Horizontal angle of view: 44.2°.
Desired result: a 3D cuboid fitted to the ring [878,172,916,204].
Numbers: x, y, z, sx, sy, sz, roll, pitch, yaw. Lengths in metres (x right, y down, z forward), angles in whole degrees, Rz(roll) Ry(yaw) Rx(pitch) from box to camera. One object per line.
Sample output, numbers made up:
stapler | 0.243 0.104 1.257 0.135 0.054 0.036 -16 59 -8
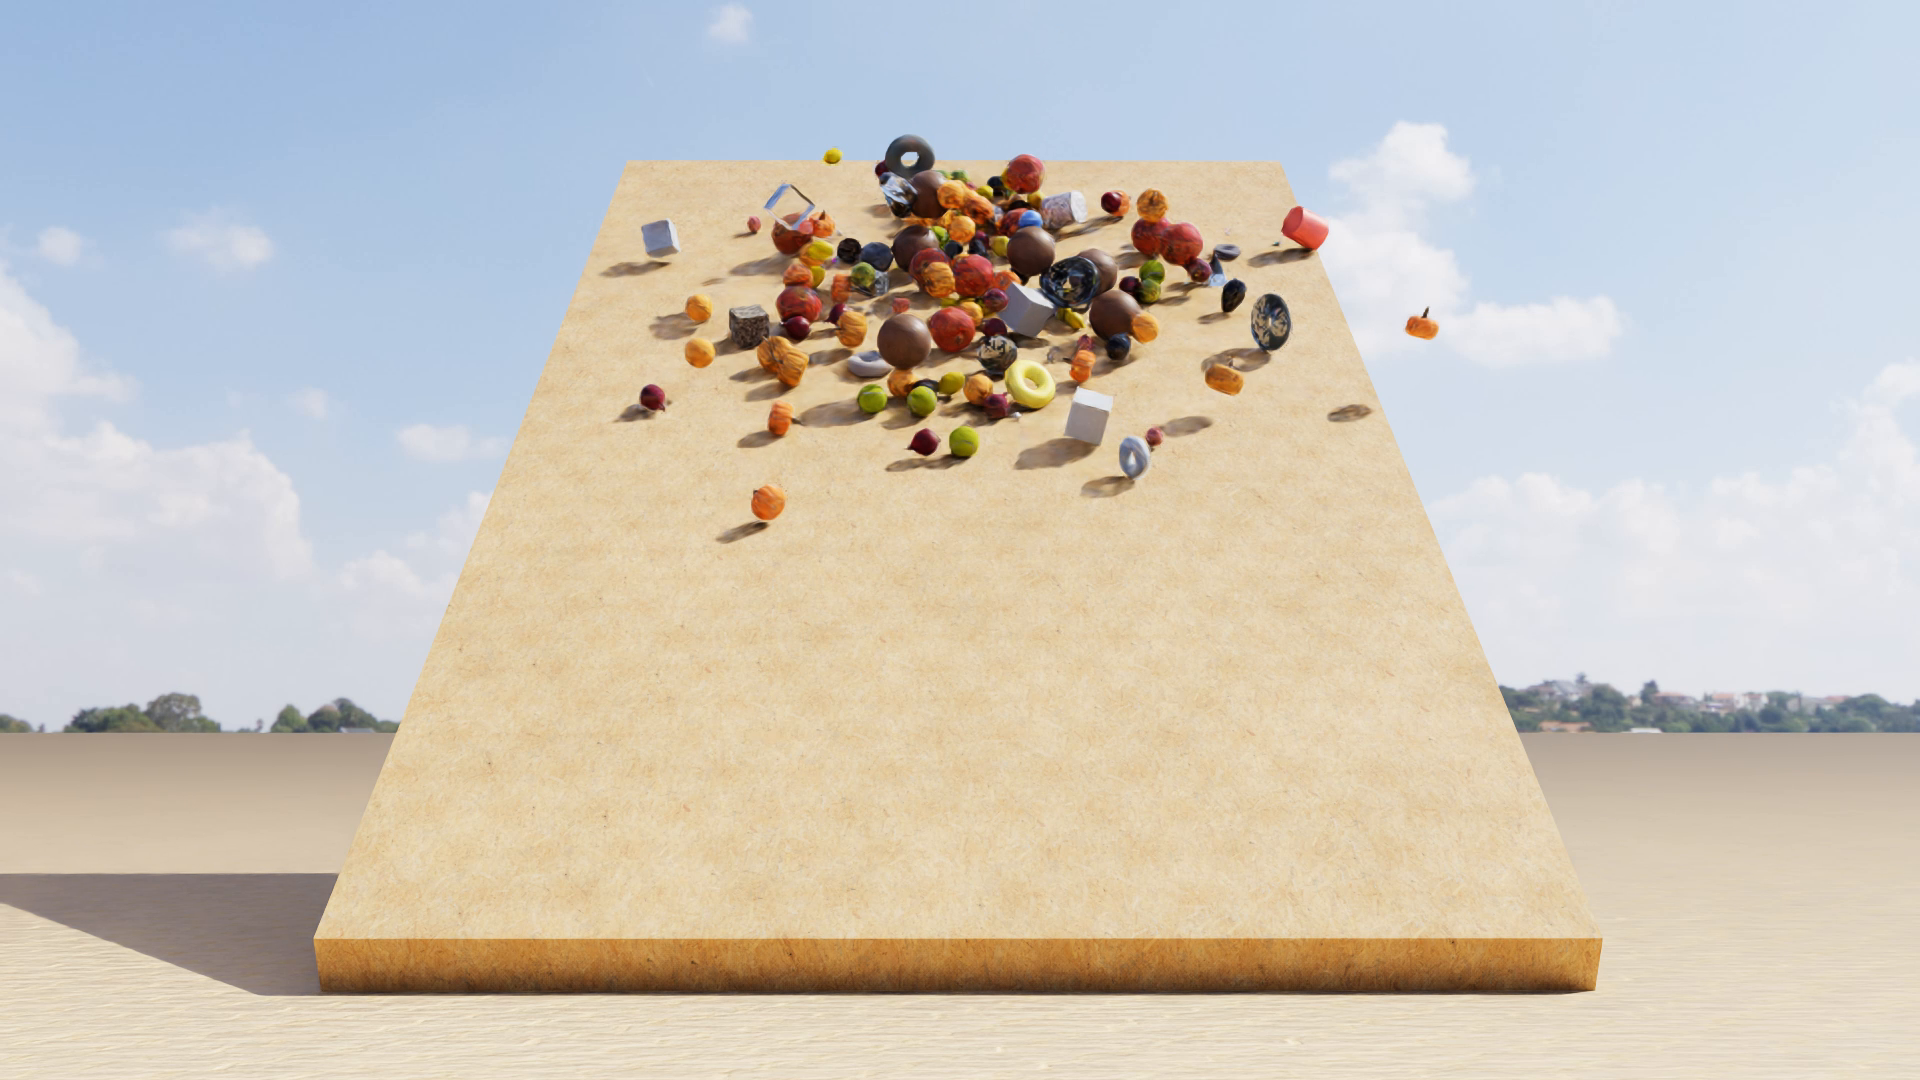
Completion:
ring | -0.160 -0.902 6.064 0.111 0.037 0.111 31 -10 6

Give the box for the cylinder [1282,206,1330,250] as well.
cylinder | 0.951 -0.857 6.494 0.093 0.093 0.093 23 -14 -25

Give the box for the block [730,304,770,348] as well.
block | -0.524 -0.532 5.885 0.079 0.079 0.079 -10 28 -19

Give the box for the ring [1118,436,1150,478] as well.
ring | 0.380 -0.182 5.161 0.031 0.094 0.094 -8 1 -33

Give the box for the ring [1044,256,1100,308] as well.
ring | 0.281 -0.649 5.954 0.147 0.147 0.049 -1 -29 18

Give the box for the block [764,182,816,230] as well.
block | -0.443 -0.863 6.118 0.085 0.085 0.085 40 -4 -22

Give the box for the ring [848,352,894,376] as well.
ring | -0.215 -0.426 5.720 0.112 0.037 0.112 0 25 0

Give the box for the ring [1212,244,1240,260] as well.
ring | 0.729 -0.789 6.469 0.078 0.026 0.078 -1 27 0

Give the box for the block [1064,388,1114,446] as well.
block | 0.290 -0.279 5.322 0.086 0.086 0.086 16 27 3

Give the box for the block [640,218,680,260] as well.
block | -0.810 -0.815 6.394 0.077 0.077 0.077 -14 -9 7

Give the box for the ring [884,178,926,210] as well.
ring | -0.160 -1.016 6.832 0.131 0.131 0.044 -2 -24 28

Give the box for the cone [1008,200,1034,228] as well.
cone | 0.189 -0.930 6.675 0.081 0.081 0.081 -3 17 29

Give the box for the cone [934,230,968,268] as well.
cone | -0.016 -0.790 6.370 0.097 0.097 0.097 8 26 -4

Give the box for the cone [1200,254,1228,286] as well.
cone | 0.678 -0.725 6.284 0.076 0.076 0.076 0 26 0

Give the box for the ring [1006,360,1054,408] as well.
ring | 0.163 -0.366 5.537 0.127 0.127 0.042 2 -31 -28

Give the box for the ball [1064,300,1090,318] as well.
ball | 0.297 -0.608 6.047 0.075 0.075 0.075 0 -5 0

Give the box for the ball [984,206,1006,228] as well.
ball | 0.097 -0.914 6.674 0.063 0.063 0.063 0 -5 0

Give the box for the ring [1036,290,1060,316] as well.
ring | 0.194 -0.610 6.086 0.131 0.044 0.131 1 27 0

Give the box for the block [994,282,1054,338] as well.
block | 0.159 -0.574 5.901 0.090 0.090 0.090 11 29 -50

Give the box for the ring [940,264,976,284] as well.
ring | -0.007 -0.710 6.299 0.098 0.033 0.098 1 26 0

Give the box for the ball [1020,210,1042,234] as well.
ball | 0.191 -0.858 6.372 0.062 0.062 0.062 0 -5 0

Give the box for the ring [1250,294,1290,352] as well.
ring | 0.765 -0.536 5.818 0.048 0.143 0.143 -4 -2 -25

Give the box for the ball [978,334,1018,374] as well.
ball | 0.093 -0.446 5.696 0.096 0.096 0.096 0 -5 0

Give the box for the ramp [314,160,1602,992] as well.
ramp | -0.010 -0.228 5.477 2.000 0.100 4.000 0 26 0

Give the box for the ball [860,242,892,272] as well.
ball | -0.224 -0.756 6.326 0.088 0.088 0.088 0 -5 0

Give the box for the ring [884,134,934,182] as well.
ring | -0.137 -1.045 6.470 0.139 0.139 0.046 1 32 -11

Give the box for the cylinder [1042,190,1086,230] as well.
cylinder | 0.292 -0.928 6.639 0.094 0.094 0.094 -8 -8 31

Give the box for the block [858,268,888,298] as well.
block | -0.227 -0.673 6.198 0.054 0.054 0.054 21 33 35
